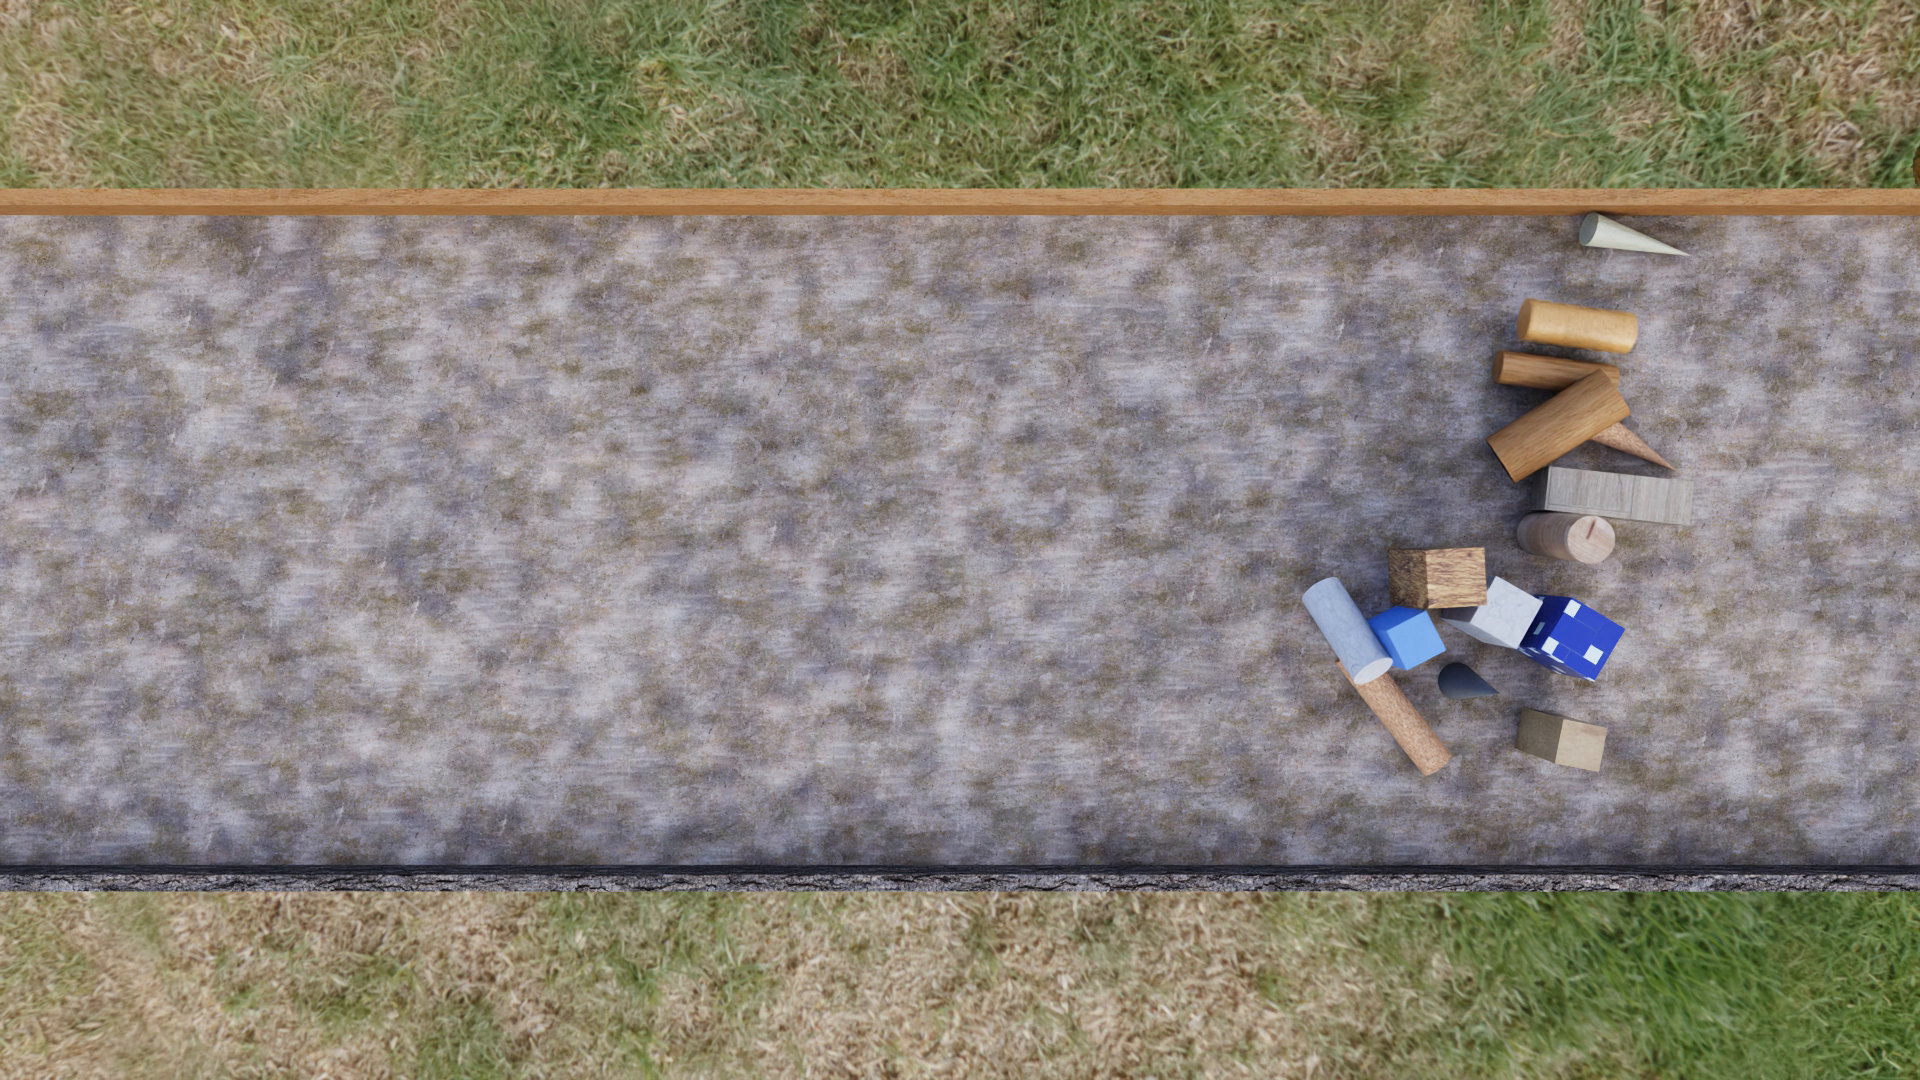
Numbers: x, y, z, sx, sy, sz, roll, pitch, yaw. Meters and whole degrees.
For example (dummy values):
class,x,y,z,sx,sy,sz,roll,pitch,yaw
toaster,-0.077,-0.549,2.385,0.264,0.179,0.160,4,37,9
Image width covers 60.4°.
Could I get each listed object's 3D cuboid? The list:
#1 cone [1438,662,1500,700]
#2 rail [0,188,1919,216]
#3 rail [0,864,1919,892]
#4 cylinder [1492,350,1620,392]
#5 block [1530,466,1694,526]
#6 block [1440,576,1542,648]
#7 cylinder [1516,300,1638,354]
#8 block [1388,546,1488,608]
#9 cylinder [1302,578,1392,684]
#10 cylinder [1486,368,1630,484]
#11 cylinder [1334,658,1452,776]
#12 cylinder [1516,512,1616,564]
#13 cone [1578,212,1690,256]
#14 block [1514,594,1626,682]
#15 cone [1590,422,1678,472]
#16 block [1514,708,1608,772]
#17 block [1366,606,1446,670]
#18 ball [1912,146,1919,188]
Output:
class,x,y,z,sx,sy,sz,roll,pitch,yaw
cone,1.529,0.435,4.871,0.116,0.412,0.116,0,90,0
rail,-2.247,-1.025,5.002,12.000,0.150,0.050,0,90,0
rail,-2.247,1.025,5.001,12.000,0.150,0.050,0,90,0
cylinder,1.814,-0.505,5.025,0.352,0.102,0.102,8,90,0
block,1.977,-0.133,5.011,0.437,0.131,0.131,6,90,0
block,1.581,0.209,4.924,0.155,0.305,0.155,29,90,0
cylinder,1.873,-0.647,5.014,0.322,0.125,0.125,8,90,0
block,1.399,0.106,4.857,0.164,0.437,0.164,-3,90,1
cylinder,1.158,0.270,4.942,0.129,0.129,0.306,-27,59,0
cylinder,1.790,-0.341,4.949,0.382,0.164,0.164,-33,90,15
cylinder,1.319,0.513,5.024,0.105,0.105,0.436,-38,90,0
cylinder,1.780,-0.011,4.865,0.135,0.418,0.135,0,93,-1
cone,2.085,-0.911,5.051,0.352,0.105,0.105,12,90,-8
block,1.799,0.287,4.918,0.177,0.317,0.177,31,90,0
cone,2.066,-0.286,5.050,0.326,0.106,0.106,28,90,-9
block,1.783,0.590,4.905,0.129,0.344,0.129,11,90,0
block,1.314,0.289,4.912,0.128,0.328,0.128,-27,90,0
ball,3.807,-1.443,6.327,0.270,0.270,0.270,0,90,0
